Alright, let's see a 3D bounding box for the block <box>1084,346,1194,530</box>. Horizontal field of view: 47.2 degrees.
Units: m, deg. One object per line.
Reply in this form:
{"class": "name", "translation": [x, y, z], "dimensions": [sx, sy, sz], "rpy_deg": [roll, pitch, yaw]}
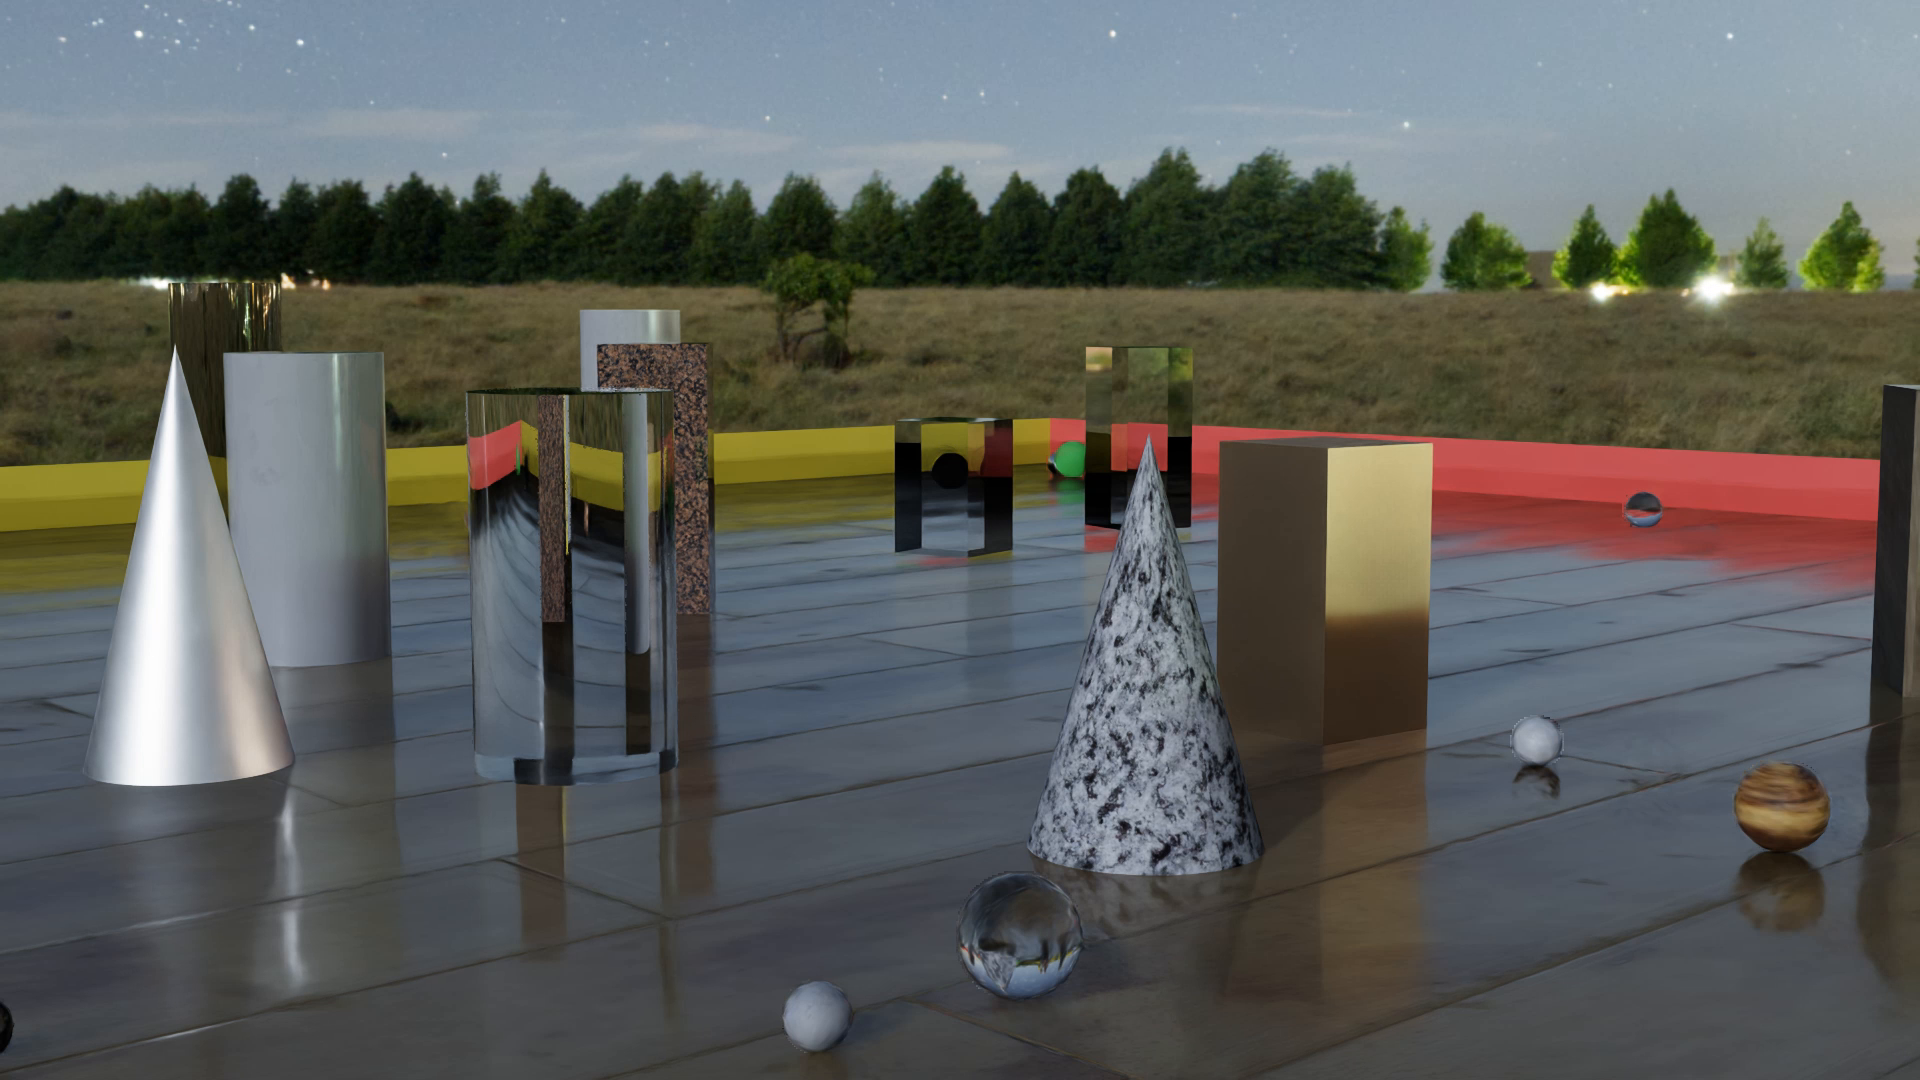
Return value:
{"class": "block", "translation": [0.369, -0.213, 4.543], "dimensions": [0.158, 0.370, 0.158], "rpy_deg": [-3, 7, -29]}

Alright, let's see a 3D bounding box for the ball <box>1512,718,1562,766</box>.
{"class": "ball", "translation": [0.567, 0.198, 2.158], "dimensions": [0.047, 0.047, 0.047], "rpy_deg": [0, 6, 0]}

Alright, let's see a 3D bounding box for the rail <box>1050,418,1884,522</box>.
{"class": "rail", "translation": [1.695, -0.129, 4.887], "dimensions": [0.045, 0.129, 4.268], "rpy_deg": [-5, 8, -42]}

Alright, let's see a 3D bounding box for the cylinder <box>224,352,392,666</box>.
{"class": "cylinder", "translation": [-0.840, -0.046, 2.837], "dimensions": [0.198, 0.391, 0.198], "rpy_deg": [0, 6, 0]}

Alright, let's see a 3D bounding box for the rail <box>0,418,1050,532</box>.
{"class": "rail", "translation": [-1.431, -0.127, 4.874], "dimensions": [4.660, 0.129, 0.045], "rpy_deg": [-5, 8, -42]}

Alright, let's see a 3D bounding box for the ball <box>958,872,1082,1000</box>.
{"class": "ball", "translation": [0.039, 0.257, 1.426], "dimensions": [0.081, 0.081, 0.081], "rpy_deg": [0, 6, 0]}

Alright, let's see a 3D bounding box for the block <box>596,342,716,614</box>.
{"class": "block", "translation": [-0.453, -0.096, 3.297], "dimensions": [0.158, 0.396, 0.158], "rpy_deg": [0, 6, -3]}

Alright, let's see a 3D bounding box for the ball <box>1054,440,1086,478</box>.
{"class": "ball", "translation": [0.303, -0.216, 5.873], "dimensions": [0.099, 0.099, 0.099], "rpy_deg": [0, 6, 0]}

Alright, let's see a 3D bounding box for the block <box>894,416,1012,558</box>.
{"class": "block", "translation": [-0.011, -0.101, 4.072], "dimensions": [0.158, 0.244, 0.158], "rpy_deg": [4, 7, 32]}

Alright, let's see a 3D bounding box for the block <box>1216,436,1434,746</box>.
{"class": "block", "translation": [0.388, 0.048, 2.352], "dimensions": [0.158, 0.306, 0.158], "rpy_deg": [-4, 7, -37]}

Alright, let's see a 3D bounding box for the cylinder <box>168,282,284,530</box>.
{"class": "cylinder", "translation": [-1.348, -0.225, 4.060], "dimensions": [0.198, 0.494, 0.198], "rpy_deg": [0, 6, 0]}

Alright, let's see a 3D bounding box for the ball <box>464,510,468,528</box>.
{"class": "ball", "translation": [-0.932, -0.041, 4.311], "dimensions": [0.076, 0.076, 0.076], "rpy_deg": [0, 6, 0]}

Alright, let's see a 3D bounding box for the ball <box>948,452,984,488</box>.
{"class": "ball", "translation": [0.014, -0.177, 5.526], "dimensions": [0.093, 0.093, 0.093], "rpy_deg": [0, 6, 0]}

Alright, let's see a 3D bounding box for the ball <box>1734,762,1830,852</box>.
{"class": "ball", "translation": [0.678, 0.220, 1.814], "dimensions": [0.075, 0.075, 0.075], "rpy_deg": [0, 6, 0]}

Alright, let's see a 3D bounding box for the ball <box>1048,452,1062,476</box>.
{"class": "ball", "translation": [0.269, -0.207, 5.958], "dimensions": [0.065, 0.065, 0.065], "rpy_deg": [0, 6, 0]}

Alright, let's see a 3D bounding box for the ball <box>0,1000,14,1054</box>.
{"class": "ball", "translation": [-0.583, 0.290, 1.302], "dimensions": [0.042, 0.042, 0.042], "rpy_deg": [0, 6, 0]}

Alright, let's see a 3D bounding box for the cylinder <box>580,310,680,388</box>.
{"class": "cylinder", "translation": [-0.652, -0.233, 4.369], "dimensions": [0.198, 0.446, 0.198], "rpy_deg": [0, 6, 0]}

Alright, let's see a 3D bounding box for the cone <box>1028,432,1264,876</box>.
{"class": "cone", "translation": [0.155, 0.084, 1.820], "dimensions": [0.198, 0.345, 0.198], "rpy_deg": [0, 6, 0]}

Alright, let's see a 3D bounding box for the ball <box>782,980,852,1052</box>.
{"class": "ball", "translation": [-0.086, 0.287, 1.326], "dimensions": [0.042, 0.042, 0.042], "rpy_deg": [0, 6, 0]}

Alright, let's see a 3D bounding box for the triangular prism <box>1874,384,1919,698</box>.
{"class": "triangular prism", "translation": [1.150, -0.005, 2.620], "dimensions": [0.171, 0.355, 0.149], "rpy_deg": [-2, 6, -19]}

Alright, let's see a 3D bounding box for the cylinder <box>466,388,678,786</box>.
{"class": "cylinder", "translation": [-0.377, 0.038, 2.147], "dimensions": [0.198, 0.367, 0.198], "rpy_deg": [0, 6, 0]}

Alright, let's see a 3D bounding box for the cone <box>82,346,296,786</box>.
{"class": "cone", "translation": [-0.758, 0.016, 2.145], "dimensions": [0.198, 0.412, 0.198], "rpy_deg": [0, 6, 0]}

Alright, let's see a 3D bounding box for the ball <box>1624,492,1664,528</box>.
{"class": "ball", "translation": [1.403, -0.062, 4.511], "dimensions": [0.075, 0.075, 0.075], "rpy_deg": [0, 6, 0]}
